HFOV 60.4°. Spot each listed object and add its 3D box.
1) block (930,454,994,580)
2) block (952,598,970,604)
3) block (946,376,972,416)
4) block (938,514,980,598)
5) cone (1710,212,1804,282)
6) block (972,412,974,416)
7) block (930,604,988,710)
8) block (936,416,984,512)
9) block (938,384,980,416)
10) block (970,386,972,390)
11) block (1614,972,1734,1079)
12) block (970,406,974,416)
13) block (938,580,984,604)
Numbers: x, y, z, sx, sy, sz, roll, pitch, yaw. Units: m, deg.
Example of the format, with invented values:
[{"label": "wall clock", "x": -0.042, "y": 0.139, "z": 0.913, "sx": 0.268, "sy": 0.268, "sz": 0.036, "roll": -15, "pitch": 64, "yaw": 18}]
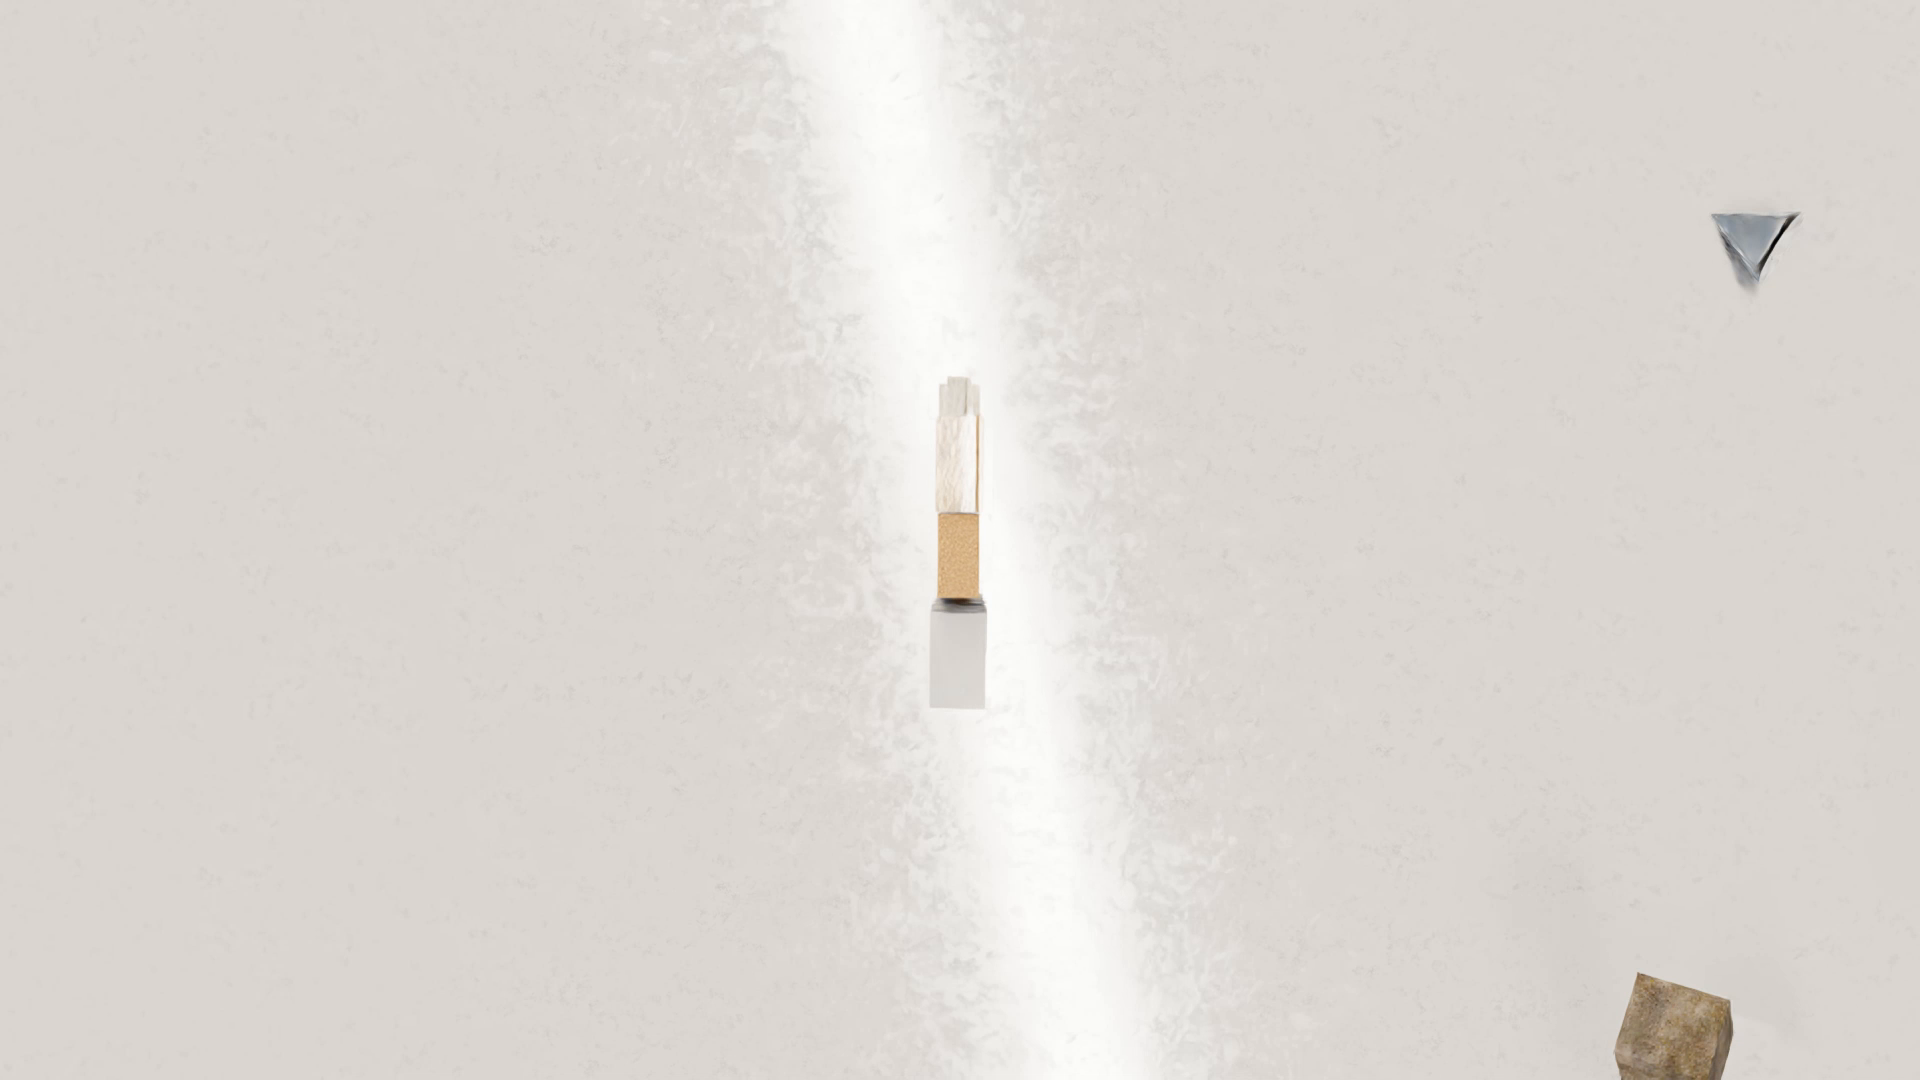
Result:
[{"label": "block", "x": 0.005, "y": -0.060, "z": 4.489, "sx": 0.170, "sy": 0.048, "sz": 0.339, "roll": 0, "pitch": 90, "yaw": 0}, {"label": "block", "x": 0.005, "y": 0.167, "z": 4.741, "sx": 0.052, "sy": 0.015, "sz": 0.104, "roll": 0, "pitch": 92, "yaw": 0}, {"label": "block", "x": -0.005, "y": -0.389, "z": 4.607, "sx": 0.067, "sy": 0.019, "sz": 0.135, "roll": 3, "pitch": 89, "yaw": 2}, {"label": "block", "x": -0.004, "y": 0.039, "z": 4.235, "sx": 0.108, "sy": 0.030, "sz": 0.215, "roll": 0, "pitch": 90, "yaw": 0}, {"label": "cone", "x": 2.592, "y": -1.023, "z": 5.443, "sx": 0.255, "sy": 0.255, "sz": 0.255, "roll": 36, "pitch": 90, "yaw": 27}, {"label": "block", "x": 0.001, "y": -0.360, "z": 4.850, "sx": 0.075, "sy": 0.150, "sz": 0.021, "roll": 1, "pitch": 89, "yaw": 0}, {"label": "block", "x": -0.005, "y": 0.316, "z": 4.451, "sx": 0.152, "sy": 0.043, "sz": 0.303, "roll": 1, "pitch": 118, "yaw": 0}, {"label": "block", "x": 0.000, "y": -0.193, "z": 4.203, "sx": 0.122, "sy": 0.035, "sz": 0.244, "roll": 0, "pitch": 90, "yaw": 0}, {"label": "block", "x": -0.001, "y": -0.343, "z": 4.943, "sx": 0.124, "sy": 0.035, "sz": 0.248, "roll": 0, "pitch": 90, "yaw": 0}, {"label": "block", "x": -0.003, "y": -0.434, "z": 4.772, "sx": 0.067, "sy": 0.307, "sz": 0.019, "roll": 0, "pitch": 90, "yaw": 0}, {"label": "block", "x": 1.958, "y": 1.375, "z": 4.519, "sx": 0.237, "sy": 0.237, "sz": 0.237, "roll": 11, "pitch": 60, "yaw": 35}, {"label": "block", "x": -0.002, "y": -0.310, "z": 4.764, "sx": 0.075, "sy": 0.021, "sz": 0.150, "roll": 1, "pitch": 90, "yaw": 0}, {"label": "block", "x": 0.001, "y": 0.073, "z": 4.872, "sx": 0.134, "sy": 0.038, "sz": 0.268, "roll": 0, "pitch": 90, "yaw": 0}]
